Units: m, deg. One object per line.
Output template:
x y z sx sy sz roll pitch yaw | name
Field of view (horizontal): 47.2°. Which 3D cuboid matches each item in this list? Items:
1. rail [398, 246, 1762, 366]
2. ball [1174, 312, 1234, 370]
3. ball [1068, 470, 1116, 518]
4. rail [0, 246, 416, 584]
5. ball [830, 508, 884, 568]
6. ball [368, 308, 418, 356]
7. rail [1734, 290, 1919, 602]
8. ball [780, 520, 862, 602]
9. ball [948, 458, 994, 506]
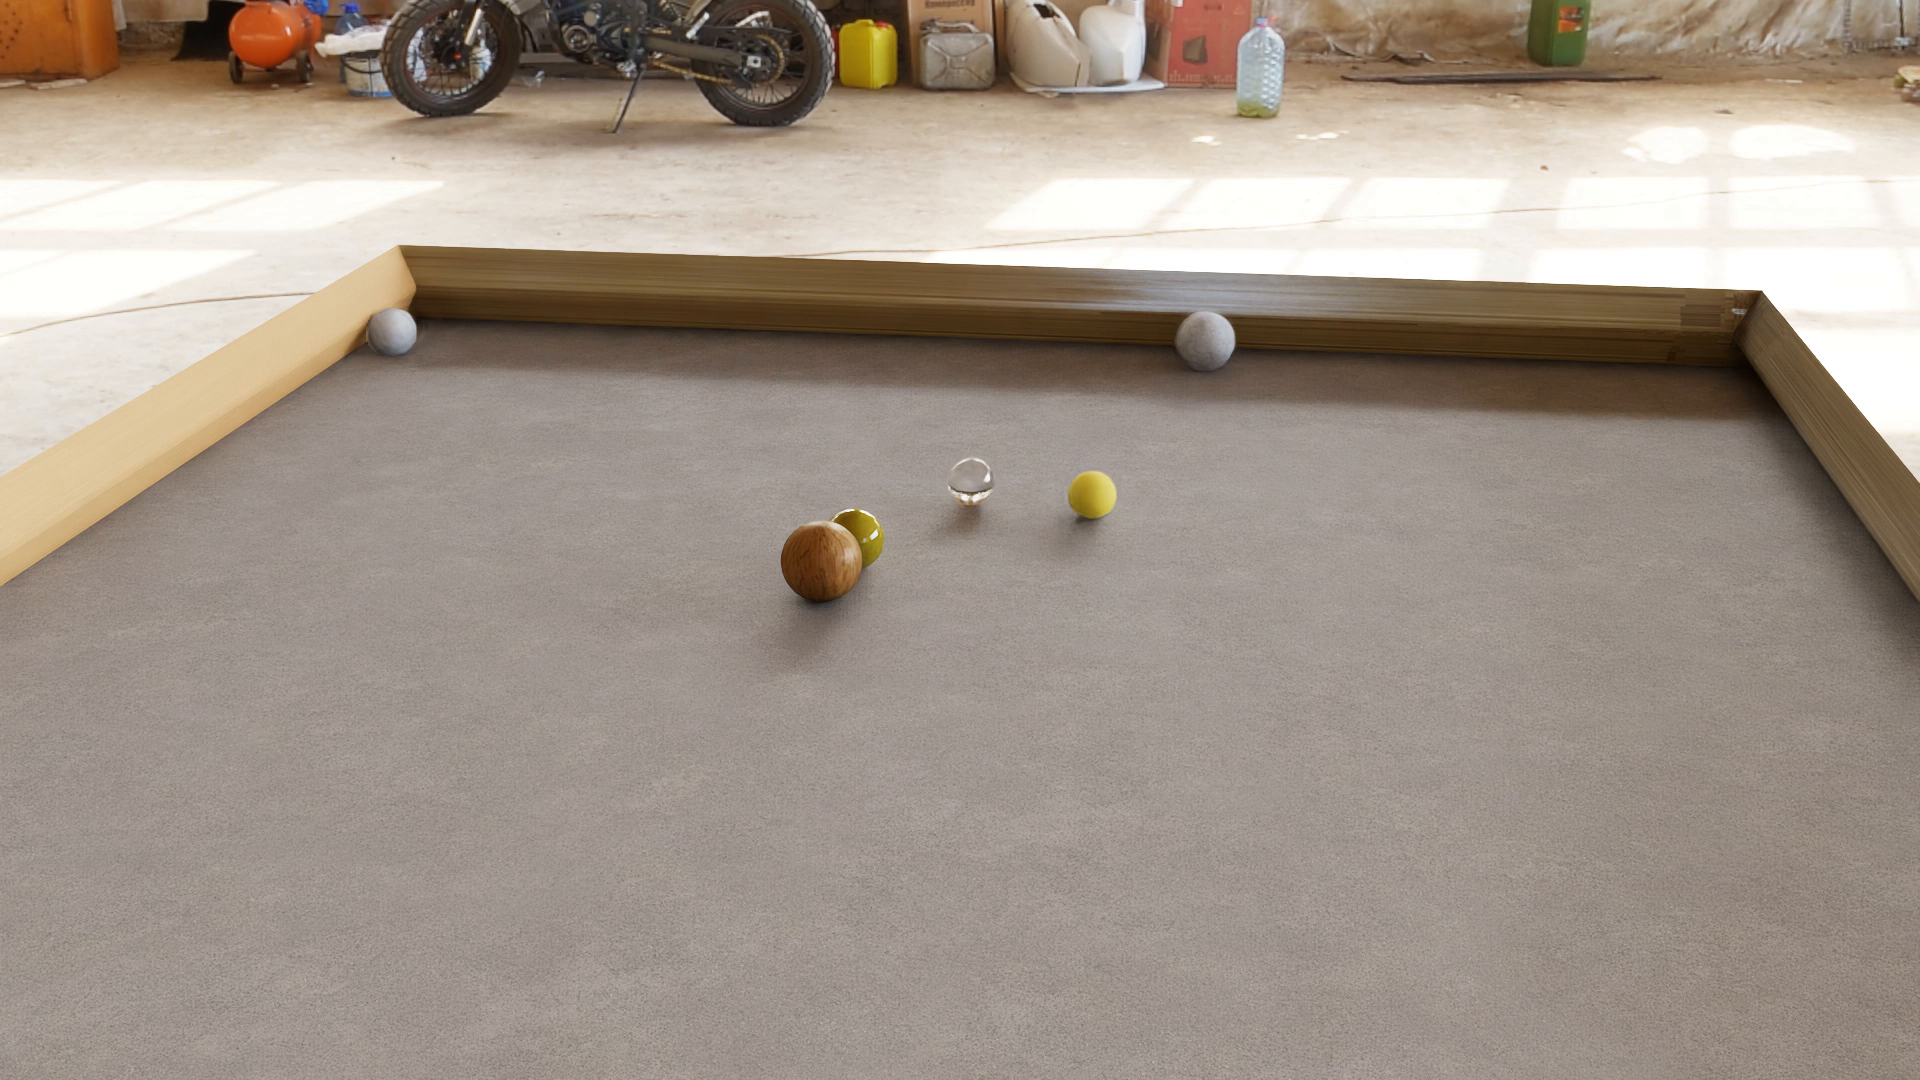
0.146 -0.378 3.570 2.224 0.122 0.045 3 21 8 | rail
0.382 -0.311 3.433 0.093 0.093 0.093 0 20 0 | ball
0.168 -0.057 2.800 0.061 0.061 0.061 0 20 0 | ball
-1.227 0.288 1.782 0.045 0.122 4.214 3 21 8 | rail
-0.127 -0.001 2.631 0.074 0.074 0.074 0 20 0 | ball
-0.908 -0.333 3.517 0.077 0.077 0.077 0 20 0 | ball
0.928 0.395 1.493 0.045 0.122 4.214 3 21 8 | rail
-0.159 0.024 2.533 0.094 0.094 0.094 0 20 0 | ball
0.014 -0.075 2.848 0.060 0.060 0.060 0 20 0 | ball
